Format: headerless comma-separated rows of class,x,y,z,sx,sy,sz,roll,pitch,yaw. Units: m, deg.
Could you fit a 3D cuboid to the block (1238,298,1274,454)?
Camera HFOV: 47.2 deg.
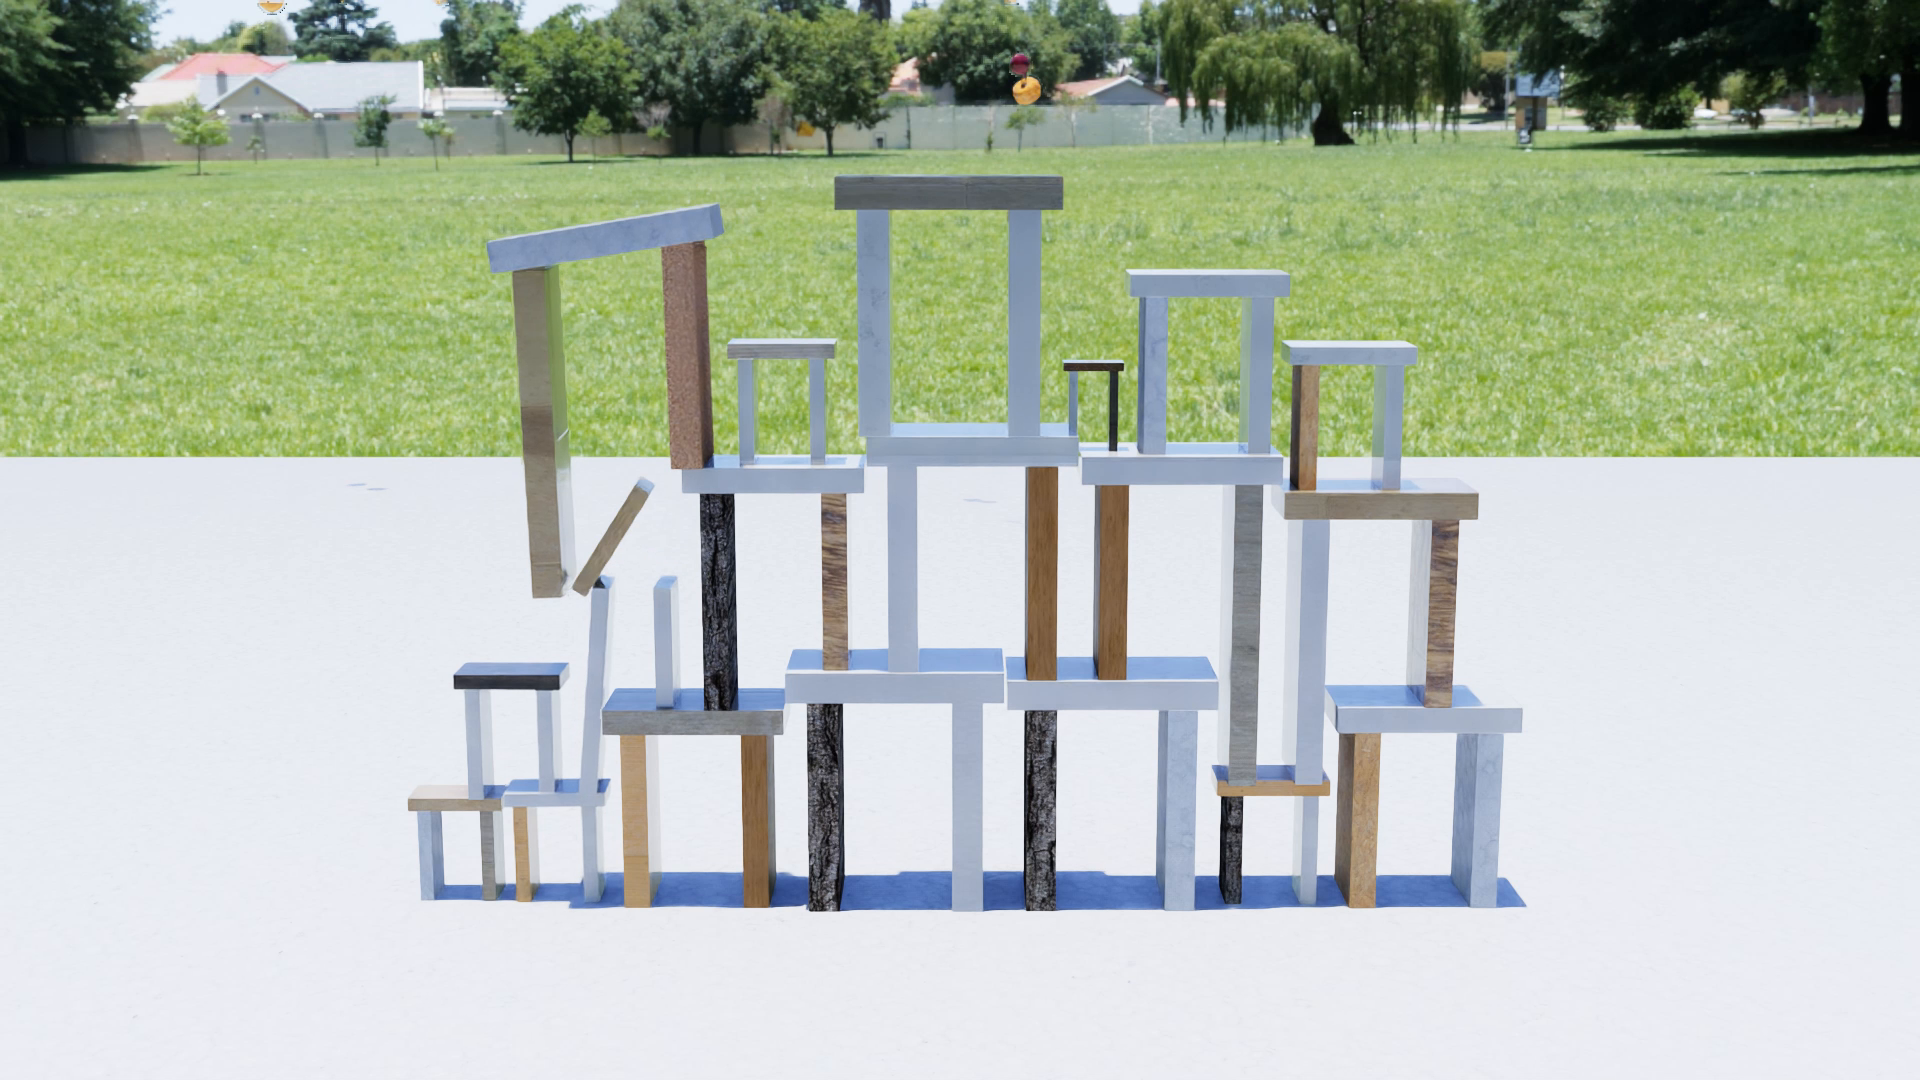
block,0.473,-0.268,3.511,0.035,0.248,0.124,0,11,0

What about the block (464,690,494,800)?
block,-0.792,0.326,3.623,0.024,0.185,0.086,0,11,0

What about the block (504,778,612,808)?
block,-0.664,0.417,3.632,0.165,0.023,0.082,0,11,-2

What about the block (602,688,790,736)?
block,-0.431,0.281,3.615,0.293,0.041,0.146,0,11,0

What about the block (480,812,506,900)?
block,-0.777,0.514,3.659,0.022,0.154,0.077,0,11,0

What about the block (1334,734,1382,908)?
block,0.658,0.444,3.644,0.042,0.297,0.149,0,11,0

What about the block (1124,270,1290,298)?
block,0.390,-0.407,3.485,0.248,0.035,0.124,0,11,0

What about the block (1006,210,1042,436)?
block,0.100,-0.351,3.499,0.050,0.352,0.176,0,11,0

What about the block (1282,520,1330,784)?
block,0.564,0.168,3.596,0.043,0.435,0.153,0,11,0

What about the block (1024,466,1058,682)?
block,0.131,0.040,3.566,0.047,0.346,0.166,0,11,0

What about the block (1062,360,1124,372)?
block,0.212,-0.278,3.509,0.096,0.014,0.048,0,11,0

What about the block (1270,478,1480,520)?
block,0.667,-0.067,3.552,0.307,0.043,0.153,0,11,0

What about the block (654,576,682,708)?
block,-0.477,0.165,3.587,0.028,0.198,0.099,0,11,0

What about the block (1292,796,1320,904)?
block,0.573,0.500,3.648,0.026,0.185,0.092,0,11,0

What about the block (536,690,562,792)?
block,-0.675,0.320,3.619,0.024,0.173,0.086,0,11,-1

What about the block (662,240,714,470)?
block,-0.433,-0.297,3.505,0.049,0.347,0.174,-1,11,0

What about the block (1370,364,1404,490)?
block,0.686,-0.186,3.526,0.028,0.200,0.100,0,11,0

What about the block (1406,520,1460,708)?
block,0.769,0.105,3.584,0.043,0.307,0.153,0,11,0

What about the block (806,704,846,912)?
block,-0.221,0.418,3.637,0.050,0.350,0.175,0,11,0

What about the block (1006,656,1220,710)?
block,0.245,0.234,3.602,0.338,0.048,0.169,0,11,0

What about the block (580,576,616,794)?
block,-0.593,0.236,3.598,0.028,0.344,0.099,5,10,-4

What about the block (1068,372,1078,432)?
block,0.180,-0.224,3.520,0.014,0.096,0.048,0,11,0

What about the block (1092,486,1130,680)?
block,0.244,0.055,3.568,0.045,0.317,0.158,0,11,0

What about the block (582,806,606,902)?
block,-0.609,0.510,3.650,0.023,0.165,0.082,-1,11,-2

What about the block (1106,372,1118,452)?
block,0.245,-0.209,3.522,0.014,0.128,0.048,0,11,0

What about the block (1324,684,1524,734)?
block,0.757,0.277,3.613,0.297,0.042,0.149,0,11,0

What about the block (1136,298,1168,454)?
block,0.307,-0.268,3.511,0.035,0.248,0.124,0,11,0

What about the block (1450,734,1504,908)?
block,0.856,0.444,3.644,0.042,0.297,0.149,0,11,0

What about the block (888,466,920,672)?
block,-0.091,0.033,3.565,0.047,0.333,0.167,0,11,0

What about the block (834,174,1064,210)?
block,-0.017,-0.548,3.463,0.352,0.050,0.176,0,11,0

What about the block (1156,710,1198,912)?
block,0.358,0.424,3.637,0.048,0.338,0.169,0,11,0

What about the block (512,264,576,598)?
block,-0.665,-0.177,3.527,0.049,0.516,0.174,-2,11,-3

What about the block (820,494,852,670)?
block,-0.199,0.055,3.572,0.041,0.288,0.144,0,11,0

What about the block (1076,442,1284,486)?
block,0.350,-0.123,3.535,0.317,0.045,0.158,0,11,0

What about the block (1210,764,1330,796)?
block,0.511,0.397,3.628,0.185,0.026,0.092,0,11,0

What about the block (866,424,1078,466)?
block,0.020,-0.154,3.531,0.333,0.047,0.167,0,11,0

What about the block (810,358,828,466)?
block,-0.226,-0.210,3.522,0.024,0.169,0.085,0,11,0

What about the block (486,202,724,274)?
block,-0.555,-0.477,3.471,0.347,0.049,0.174,-9,10,1

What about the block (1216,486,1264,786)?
block,0.455,0.141,3.584,0.045,0.493,0.158,0,11,0

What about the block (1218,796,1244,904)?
block,0.450,0.500,3.648,0.026,0.185,0.092,0,11,0

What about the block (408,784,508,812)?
block,-0.829,0.427,3.642,0.154,0.022,0.077,0,11,0

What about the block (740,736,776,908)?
block,-0.333,0.446,3.646,0.041,0.292,0.146,0,11,0

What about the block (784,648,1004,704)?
block,-0.104,0.221,3.601,0.350,0.050,0.175,0,11,0

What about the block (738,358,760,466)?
block,-0.339,-0.210,3.522,0.024,0.169,0.085,0,11,0

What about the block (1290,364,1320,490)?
block,0.552,-0.186,3.527,0.028,0.200,0.100,0,11,0

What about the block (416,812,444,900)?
block,-0.880,0.514,3.659,0.022,0.154,0.077,0,11,0

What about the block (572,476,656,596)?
block,-0.560,-0.007,3.558,0.028,0.198,0.099,32,7,-8

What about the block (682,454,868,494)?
block,-0.296,-0.107,3.542,0.288,0.041,0.144,0,11,0

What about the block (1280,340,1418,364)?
block,0.619,-0.299,3.506,0.200,0.028,0.100,0,11,0

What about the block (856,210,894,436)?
block,-0.134,-0.351,3.499,0.050,0.352,0.176,0,11,0

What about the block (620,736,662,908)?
block,-0.528,0.446,3.646,0.041,0.293,0.146,0,11,0

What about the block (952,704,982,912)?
block,0.012,0.418,3.637,0.050,0.350,0.175,0,11,0

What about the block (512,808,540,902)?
block,-0.720,0.509,3.653,0.023,0.165,0.082,0,11,0

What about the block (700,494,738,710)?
block,-0.391,0.087,3.578,0.041,0.354,0.144,0,11,0

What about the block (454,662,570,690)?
block,-0.734,0.223,3.603,0.173,0.024,0.086,0,10,1

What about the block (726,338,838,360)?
block,-0.282,-0.305,3.505,0.169,0.024,0.085,0,11,0

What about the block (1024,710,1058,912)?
block,0.132,0.424,3.637,0.048,0.338,0.169,0,11,0
